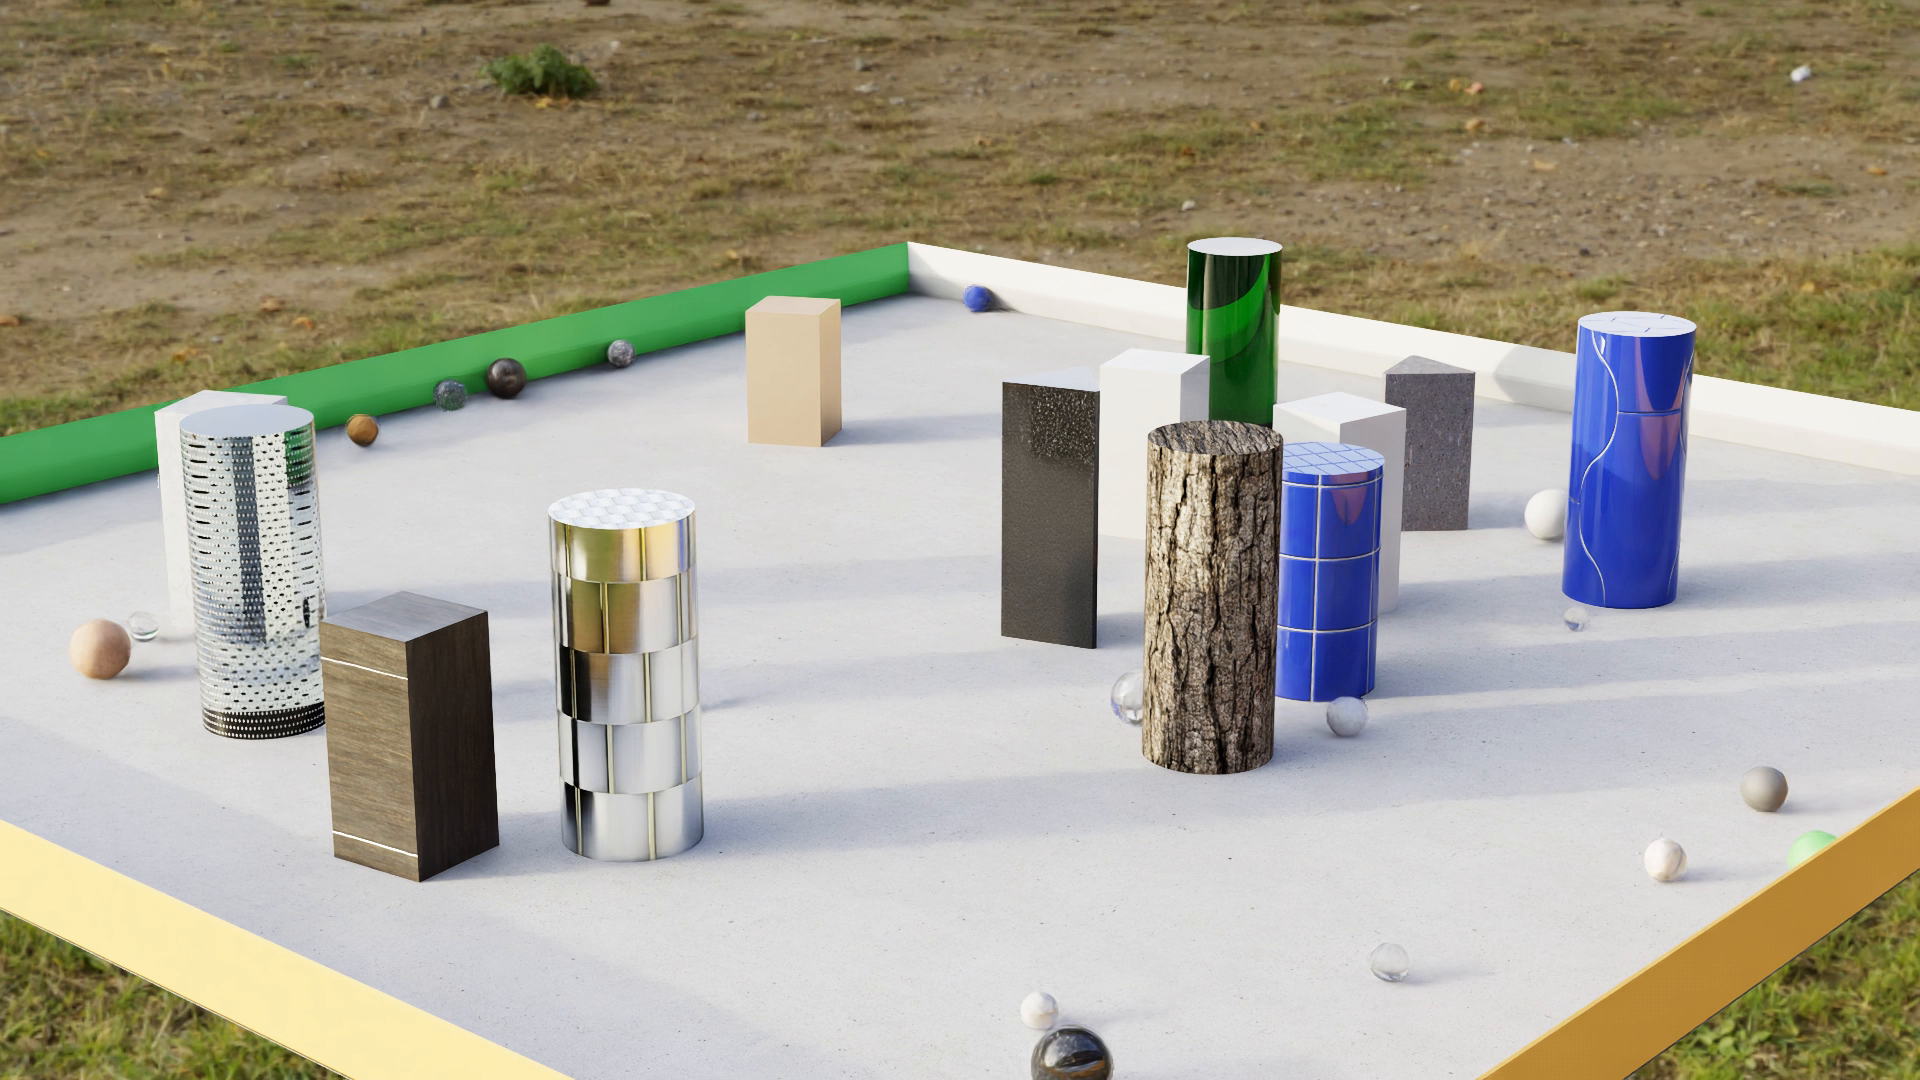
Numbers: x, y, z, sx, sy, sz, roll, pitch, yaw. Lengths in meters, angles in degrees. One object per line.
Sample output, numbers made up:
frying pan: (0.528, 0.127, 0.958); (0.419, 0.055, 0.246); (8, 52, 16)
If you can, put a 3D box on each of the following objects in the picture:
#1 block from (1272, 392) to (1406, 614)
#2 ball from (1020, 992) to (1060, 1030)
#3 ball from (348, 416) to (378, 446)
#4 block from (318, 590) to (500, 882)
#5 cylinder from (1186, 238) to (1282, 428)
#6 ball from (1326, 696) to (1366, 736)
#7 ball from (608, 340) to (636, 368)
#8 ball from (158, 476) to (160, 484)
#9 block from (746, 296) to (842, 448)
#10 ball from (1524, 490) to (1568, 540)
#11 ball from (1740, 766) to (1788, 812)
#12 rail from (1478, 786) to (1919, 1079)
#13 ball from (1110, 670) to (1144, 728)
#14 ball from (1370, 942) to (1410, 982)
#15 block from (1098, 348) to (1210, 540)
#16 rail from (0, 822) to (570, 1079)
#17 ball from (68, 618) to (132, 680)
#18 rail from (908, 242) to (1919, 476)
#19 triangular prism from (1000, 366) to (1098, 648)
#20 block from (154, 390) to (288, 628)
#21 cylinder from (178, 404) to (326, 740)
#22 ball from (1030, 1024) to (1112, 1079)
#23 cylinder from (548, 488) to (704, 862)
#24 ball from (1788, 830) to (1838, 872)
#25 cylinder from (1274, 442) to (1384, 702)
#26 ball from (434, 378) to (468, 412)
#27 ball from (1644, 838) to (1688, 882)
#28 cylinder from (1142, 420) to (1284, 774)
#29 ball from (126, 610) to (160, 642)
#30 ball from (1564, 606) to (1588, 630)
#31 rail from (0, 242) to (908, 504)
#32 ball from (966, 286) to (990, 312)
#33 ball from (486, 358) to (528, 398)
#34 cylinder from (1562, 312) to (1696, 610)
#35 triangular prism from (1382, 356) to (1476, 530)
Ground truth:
block: (0.643, -0.054, 5.014); (0.158, 0.357, 0.158); (-13, 21, -36)
ball: (0.095, 0.563, 3.505); (0.046, 0.046, 0.046); (0, 17, 0)
ball: (-1.242, -0.227, 6.097); (0.063, 0.063, 0.063); (0, 17, 0)
block: (-0.746, 0.265, 3.984); (0.158, 0.341, 0.158); (11, 20, 32)
cylinder: (0.575, -0.426, 6.185); (0.198, 0.393, 0.198); (0, 17, 0)
ball: (0.587, 0.267, 4.460); (0.061, 0.061, 0.061); (0, 17, 0)
ball: (-0.782, -0.428, 6.763); (0.065, 0.065, 0.065); (0, 17, 0)
ball: (-1.531, -0.117, 5.726); (0.066, 0.066, 0.066); (0, 17, 0)
block: (-0.347, -0.354, 6.140); (0.158, 0.281, 0.158); (4, 17, 13)
ball: (1.097, -0.046, 5.442); (0.094, 0.094, 0.094); (0, 17, 0)
ball: (1.143, 0.353, 4.167); (0.065, 0.065, 0.065); (0, 17, 0)
rail: (1.327, 0.365, 4.017); (0.045, 0.128, 3.689); (14, 22, 39)
ball: (0.274, 0.243, 4.494); (0.089, 0.089, 0.089); (0, 17, 0)
ball: (0.532, 0.523, 3.632); (0.049, 0.049, 0.049); (0, 17, 0)
block: (0.362, -0.177, 5.482); (0.158, 0.323, 0.158); (7, 18, 23)
rail: (-1.194, 0.429, 3.803); (3.562, 0.128, 0.045); (14, 22, 39)
ball: (-1.379, 0.175, 4.704); (0.097, 0.097, 0.097); (0, 17, 0)
rail: (1.194, -0.365, 6.436); (3.562, 0.128, 0.045); (14, 22, 39)
triangular prism: (0.176, -0.060, 4.889); (0.171, 0.439, 0.148); (8, 18, 24)
block: (-1.238, -0.049, 4.968); (0.158, 0.373, 0.158); (5, 17, 16)
cylinder: (-1.071, 0.047, 4.472); (0.198, 0.475, 0.198); (0, 17, 0)
ball: (0.125, 0.595, 3.317); (0.093, 0.093, 0.093); (0, 17, 0)
cylinder: (-0.456, 0.184, 4.021); (0.198, 0.474, 0.198); (0, 17, 0)
ball: (1.142, 0.427, 3.901); (0.079, 0.079, 0.079); (0, 17, 0)
cylinder: (0.566, 0.049, 4.645); (0.198, 0.371, 0.198); (0, 17, 0)
ball: (-1.107, -0.315, 6.375); (0.071, 0.071, 0.071); (0, 17, 0)
ball: (0.946, 0.429, 3.931); (0.057, 0.057, 0.057); (0, 17, 0)
cylinder: (0.371, 0.084, 4.332); (0.198, 0.487, 0.198); (0, 17, 0)
ball: (-1.360, 0.144, 4.881); (0.054, 0.054, 0.054); (0, 17, 0)
ball: (1.038, 0.133, 4.941); (0.041, 0.041, 0.041); (0, 17, 0)
rail: (-1.327, -0.300, 6.223); (0.045, 0.128, 3.689); (14, 22, 39)
ball: (0.044, -0.605, 7.350); (0.064, 0.064, 0.064); (0, 17, 0)
ball: (-1.004, -0.360, 6.491); (0.090, 0.090, 0.090); (0, 17, 0)
cylinder: (1.157, -0.139, 5.080); (0.198, 0.481, 0.198); (0, 17, 0)
triangular prism: (0.865, -0.185, 5.539); (0.171, 0.304, 0.148); (-1, 17, -3)
